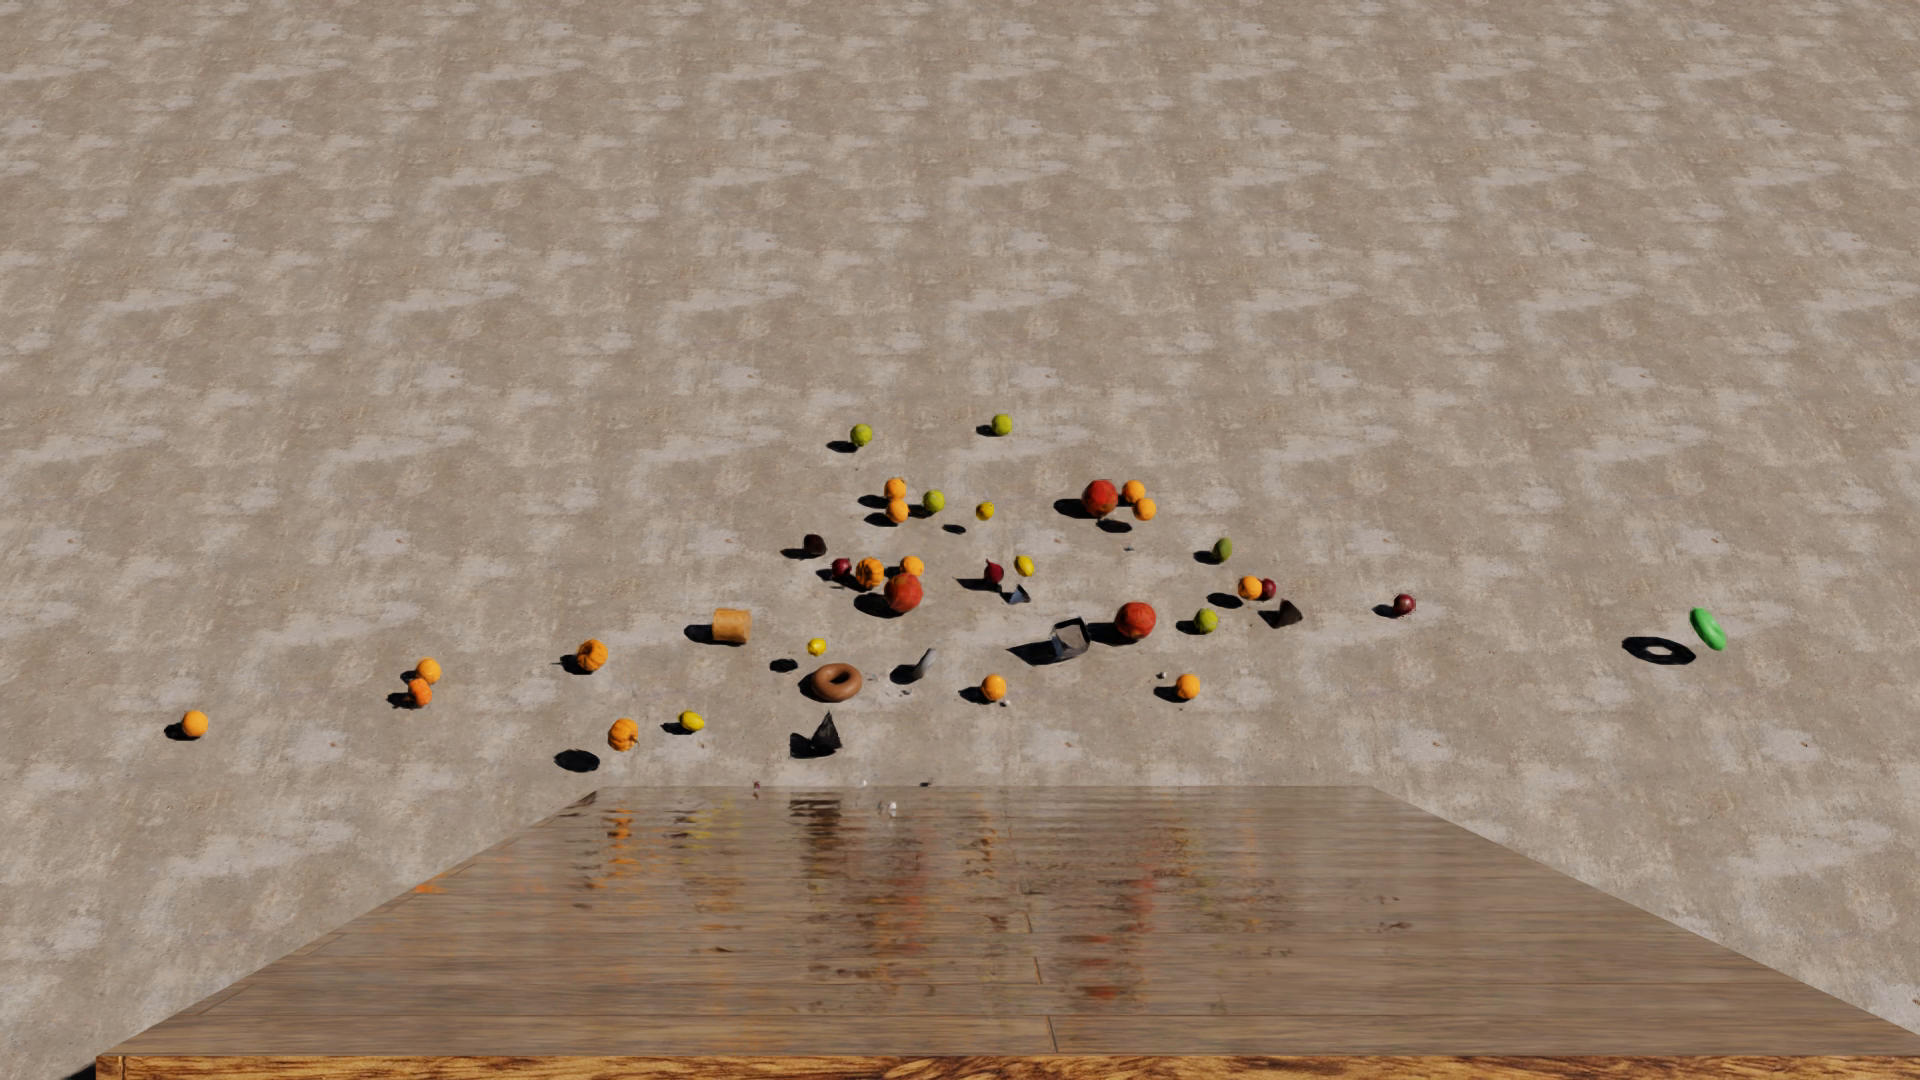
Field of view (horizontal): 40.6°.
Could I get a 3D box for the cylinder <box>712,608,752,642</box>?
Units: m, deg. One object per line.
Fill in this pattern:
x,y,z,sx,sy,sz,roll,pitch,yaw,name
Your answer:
-0.654,0.245,7.437,0.092,0.092,0.092,3,34,7,cylinder

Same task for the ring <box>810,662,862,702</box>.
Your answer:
-0.345,0.397,7.251,0.146,0.049,0.146,-1,34,0,ring

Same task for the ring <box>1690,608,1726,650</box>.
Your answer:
2.109,0.252,7.318,0.045,0.136,0.136,-39,26,22,ring

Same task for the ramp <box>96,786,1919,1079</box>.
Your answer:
0.074,0.647,4.776,2.000,0.100,4.000,0,-1,0,ramp

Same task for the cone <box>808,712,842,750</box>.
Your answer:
-0.358,0.509,7.000,0.098,0.098,0.098,6,-10,1,cone

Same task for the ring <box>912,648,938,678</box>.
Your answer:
-0.098,0.347,7.273,0.033,0.100,0.100,38,41,1,ring

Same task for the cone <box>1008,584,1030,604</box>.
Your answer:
0.165,0.171,7.609,0.063,0.063,0.063,-37,41,-4,cone

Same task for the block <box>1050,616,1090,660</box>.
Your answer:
0.312,0.279,7.339,0.082,0.082,0.082,-15,69,-13,block

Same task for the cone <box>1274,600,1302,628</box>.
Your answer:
0.935,0.230,7.512,0.082,0.082,0.082,-45,49,-13,cone
